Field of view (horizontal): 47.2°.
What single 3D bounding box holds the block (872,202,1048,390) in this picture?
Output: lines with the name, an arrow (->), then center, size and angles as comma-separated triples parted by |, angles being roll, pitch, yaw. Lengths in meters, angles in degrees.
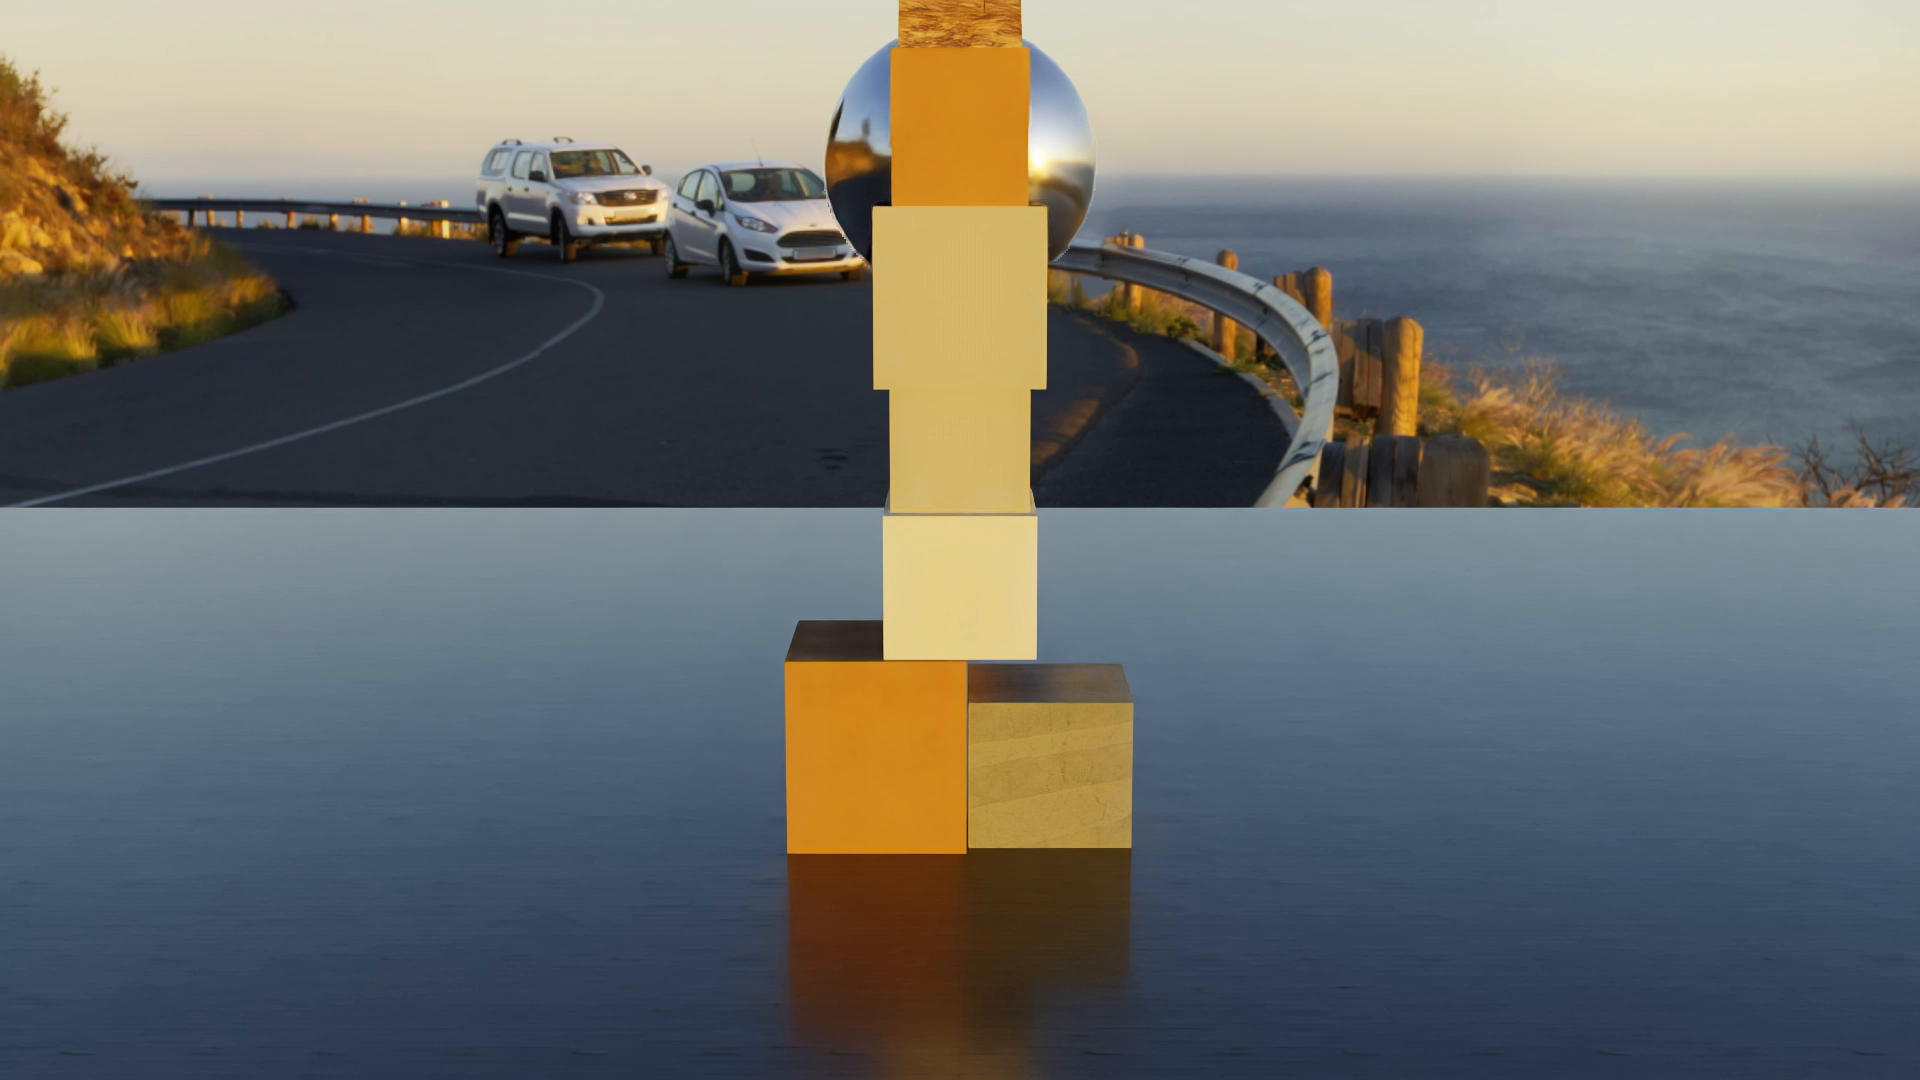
block -> 0.000, -1.234, 10.975 | 0.837, 0.878, 0.797 | 0, 10, 0

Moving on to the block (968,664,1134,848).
block -> 0.452, 1.104, 11.392 | 0.819, 0.752, 0.824 | 0, 10, 0

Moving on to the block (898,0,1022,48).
block -> 0.000, -2.677, 10.688 | 0.585, 0.579, 0.556 | 0, 10, 0

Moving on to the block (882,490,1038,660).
block -> 0.000, 0.161, 11.190 | 0.753, 0.716, 0.845 | 0, 10, 0

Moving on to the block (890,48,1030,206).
block -> 0.000, -2.032, 10.831 | 0.661, 0.743, 0.634 | 0, 10, 0

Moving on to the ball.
ball -> 0.000, -2.213, 12.886 | 1.600, 1.600, 1.600 | 0, 10, 0

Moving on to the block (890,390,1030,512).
block -> 0.000, -0.498, 11.097 | 0.686, 0.614, 0.698 | 0, 10, 0

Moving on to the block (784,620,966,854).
block -> -0.415, 0.996, 11.347 | 0.893, 0.981, 0.950 | 0, 10, 0
